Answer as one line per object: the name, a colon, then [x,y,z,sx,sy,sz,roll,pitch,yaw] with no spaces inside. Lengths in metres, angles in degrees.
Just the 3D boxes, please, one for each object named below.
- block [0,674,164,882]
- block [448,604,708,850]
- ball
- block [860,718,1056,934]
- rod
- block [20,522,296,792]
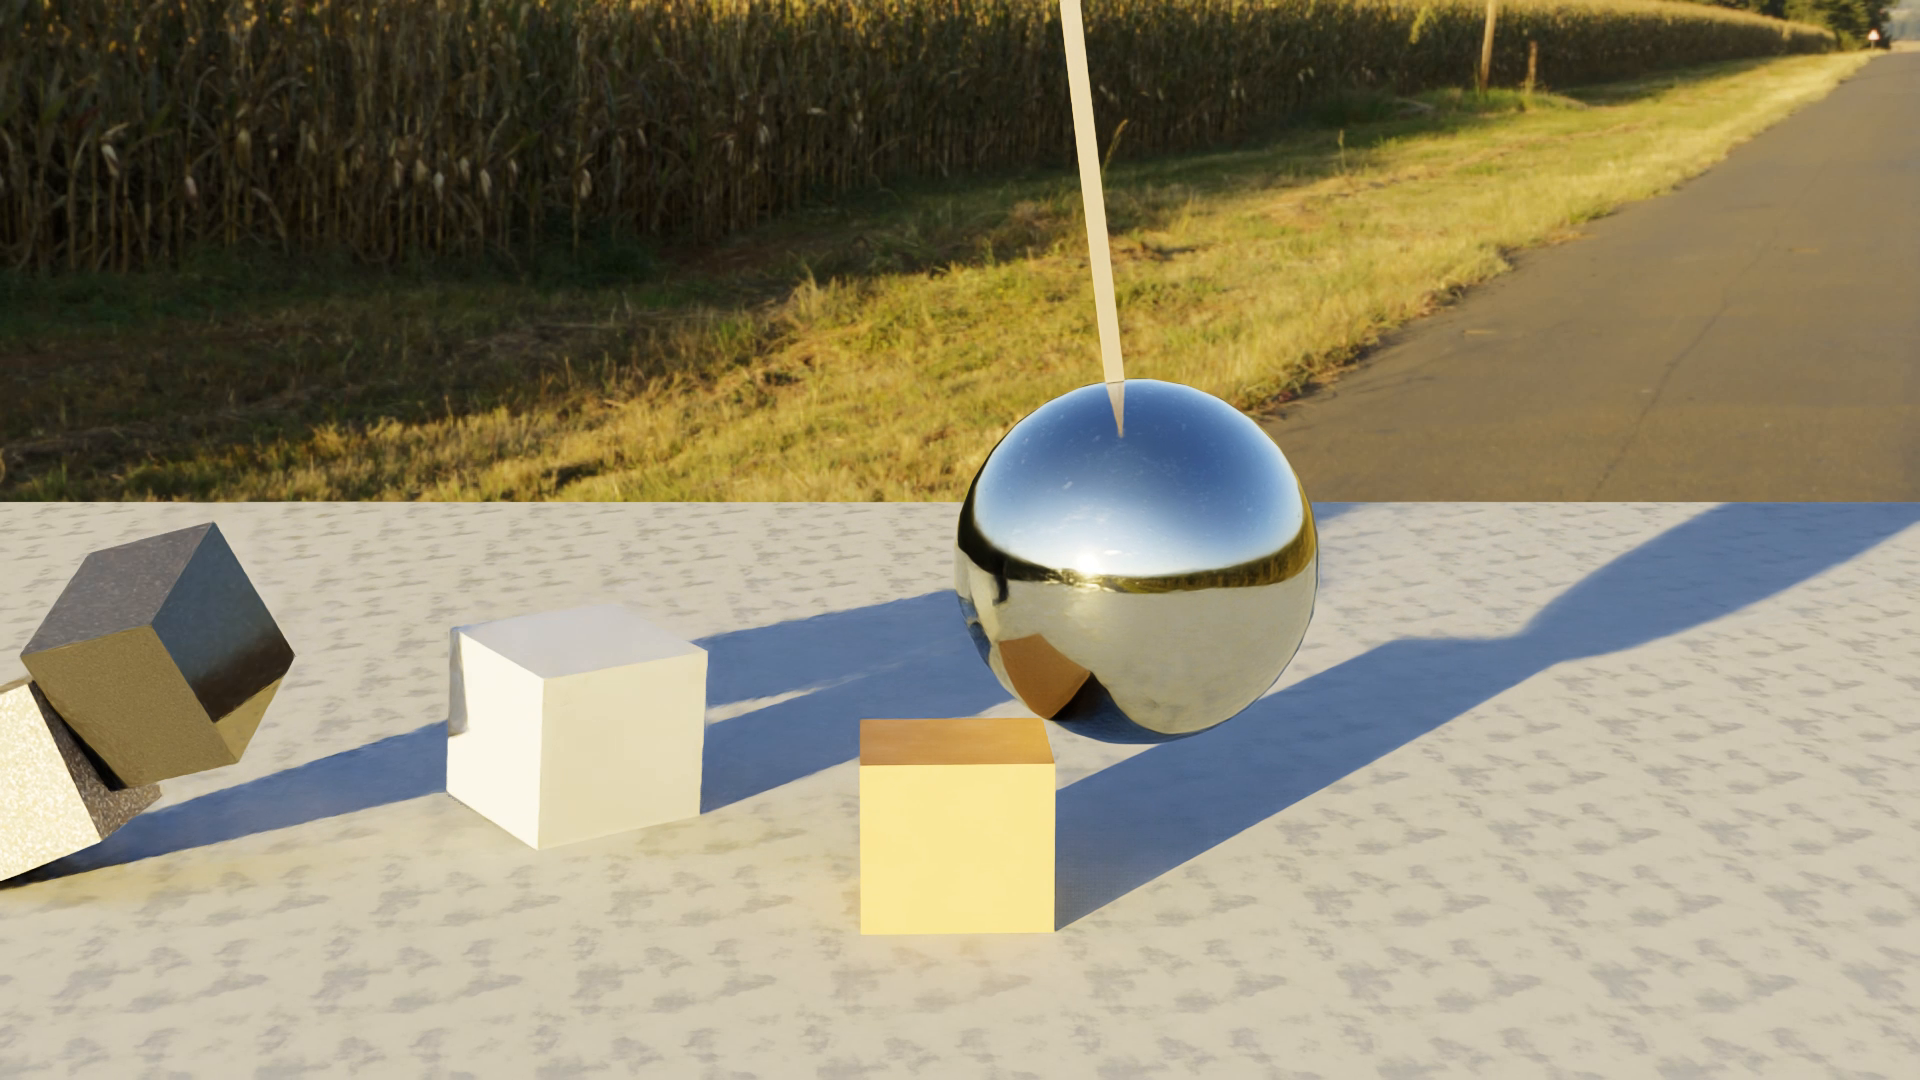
block: [-4.114,1.020,11.237,0.767,0.735,0.701,-22,8,8]
block: [-1.829,0.868,12.218,0.890,0.828,0.843,-9,20,-39]
ball: [0.770,0.094,11.197,1.600,1.600,1.600,0,10,0]
block: [-0.024,1.205,10.923,0.799,0.721,0.764,0,10,-2]
rod: [0.334,-3.223,10.594,0.080,5.200,0.080,-7,10,1]
block: [-3.464,0.504,11.141,0.647,0.760,0.759,-13,32,16]
